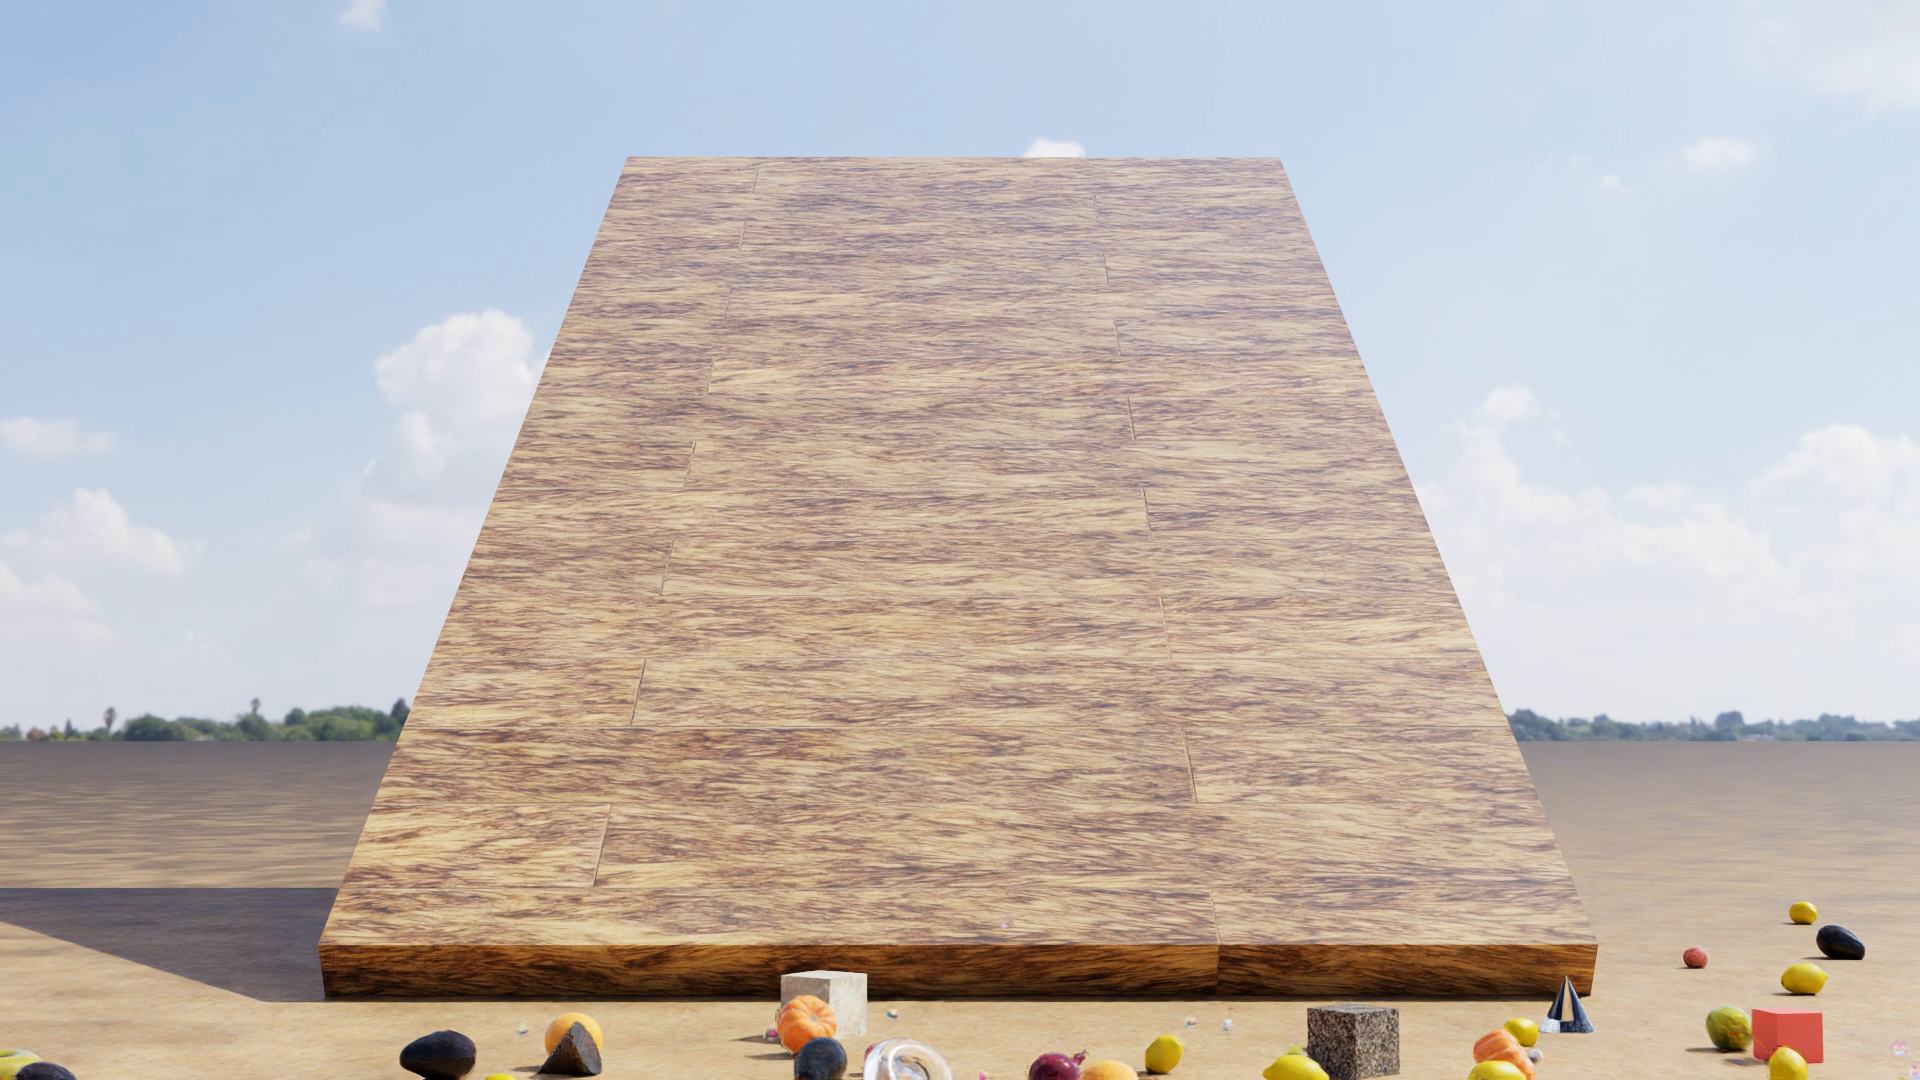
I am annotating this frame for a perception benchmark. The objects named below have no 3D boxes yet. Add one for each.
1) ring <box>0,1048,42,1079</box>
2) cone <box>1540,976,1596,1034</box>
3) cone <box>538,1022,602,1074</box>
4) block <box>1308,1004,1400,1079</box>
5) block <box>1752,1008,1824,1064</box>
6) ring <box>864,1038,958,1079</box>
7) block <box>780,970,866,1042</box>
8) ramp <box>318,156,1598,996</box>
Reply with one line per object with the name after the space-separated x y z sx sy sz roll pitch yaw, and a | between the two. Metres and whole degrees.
-1.141 0.623 2.784 0.117 0.039 0.117 1 -4 0 | ring
0.850 0.648 3.317 0.076 0.076 0.076 0 -5 0 | cone
-0.486 0.635 2.891 0.071 0.071 0.071 -27 -8 6 | cone
0.481 0.612 2.895 0.079 0.079 0.079 4 -6 -39 | block
1.052 0.630 3.013 0.062 0.062 0.062 1 -5 -10 | block
-0.050 0.570 2.476 0.111 0.111 0.037 4 -48 -42 | ring
-0.187 0.639 3.251 0.084 0.084 0.084 -3 -6 34 | block
-0.010 -0.227 5.506 2.000 0.100 4.000 0 27 0 | ramp
